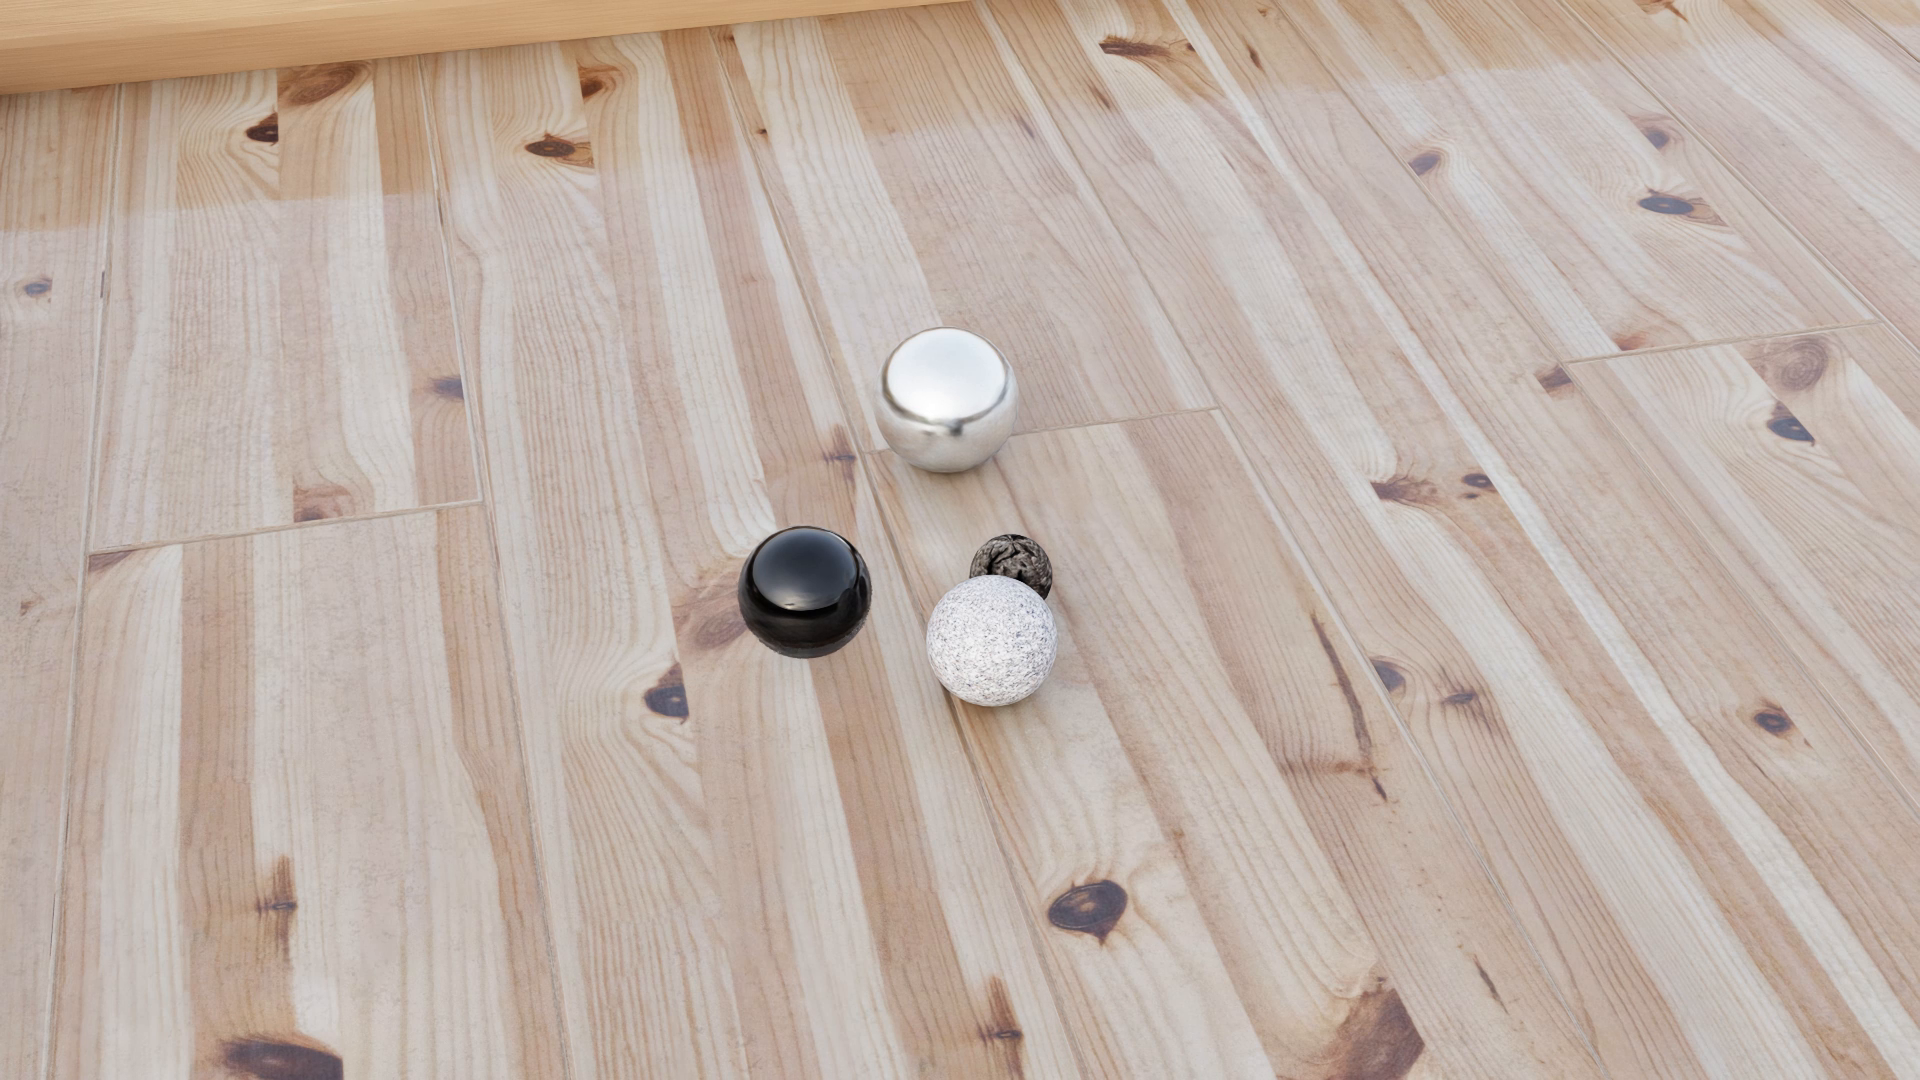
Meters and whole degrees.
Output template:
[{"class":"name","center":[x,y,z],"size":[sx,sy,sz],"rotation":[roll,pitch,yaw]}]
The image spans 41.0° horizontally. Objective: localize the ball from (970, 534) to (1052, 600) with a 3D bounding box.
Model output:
[{"class":"ball","center":[0.031,0.022,1.560],"size":[0.051,0.051,0.051],"rotation":[0,36,0]}]

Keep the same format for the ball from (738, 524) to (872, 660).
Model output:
[{"class":"ball","center":[-0.092,0.031,1.522],"size":[0.080,0.080,0.080],"rotation":[0,36,0]}]

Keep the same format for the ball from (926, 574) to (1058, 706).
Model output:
[{"class":"ball","center":[0.018,0.058,1.487],"size":[0.077,0.077,0.077],"rotation":[0,36,0]}]

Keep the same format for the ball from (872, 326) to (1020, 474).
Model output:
[{"class":"ball","center":[-0.009,-0.092,1.677],"size":[0.096,0.096,0.096],"rotation":[0,36,0]}]

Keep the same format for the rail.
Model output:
[{"class":"rail","center":[0.534,-0.594,2.341],"size":[2.960,0.125,0.045],"rotation":[-8,37,-11]}]
